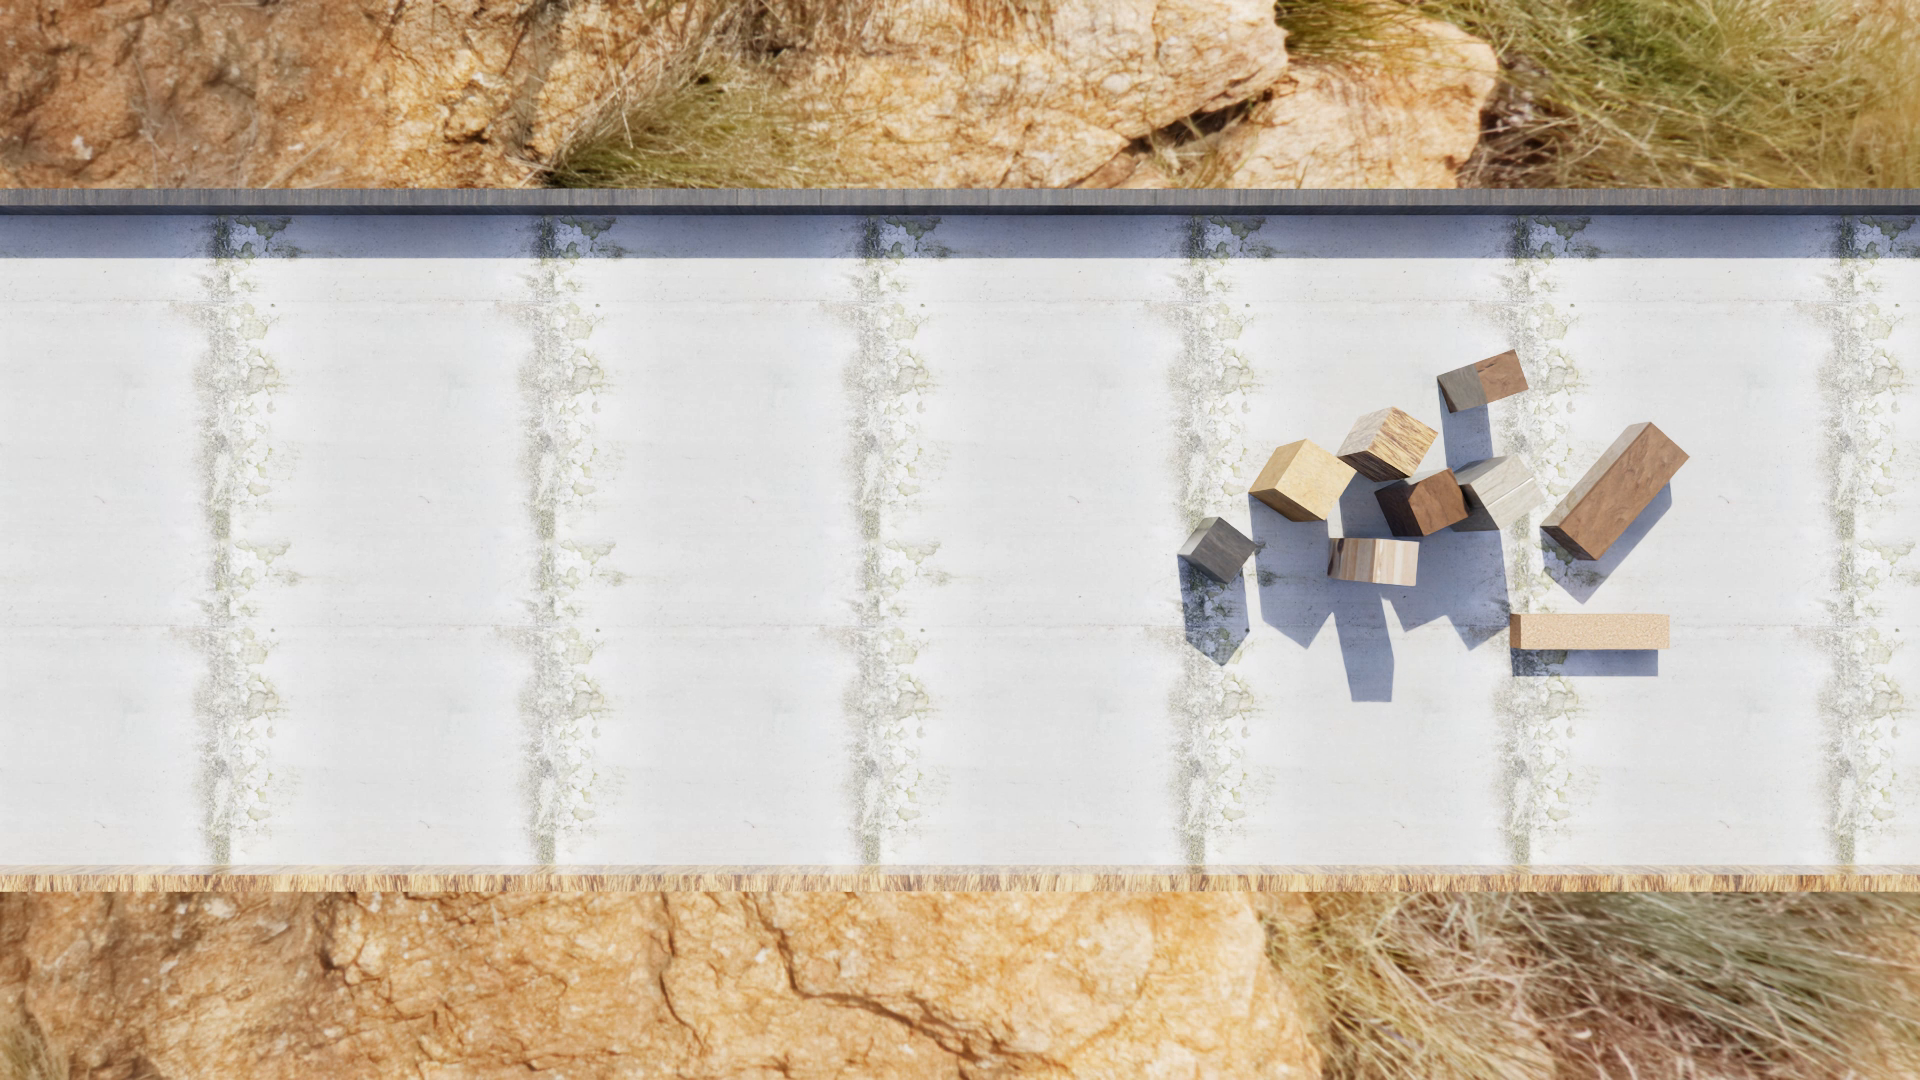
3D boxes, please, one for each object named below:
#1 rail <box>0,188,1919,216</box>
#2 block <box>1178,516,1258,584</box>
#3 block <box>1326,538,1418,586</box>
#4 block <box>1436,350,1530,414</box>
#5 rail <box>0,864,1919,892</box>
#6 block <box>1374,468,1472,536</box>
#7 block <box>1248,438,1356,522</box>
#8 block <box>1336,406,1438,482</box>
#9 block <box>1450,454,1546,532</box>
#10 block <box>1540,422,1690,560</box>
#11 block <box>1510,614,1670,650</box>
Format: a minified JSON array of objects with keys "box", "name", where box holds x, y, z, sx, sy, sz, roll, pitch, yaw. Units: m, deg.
[{"box":[-2.247,-1.025,5.002,12.000,0.150,0.050,0,90,0],"name":"rail"},{"box":[0.765,0.029,4.926,0.140,0.300,0.140,37,90,0],"name":"block"},{"box":[1.212,0.062,4.864,0.124,0.415,0.124,5,90,-5],"name":"block"},{"box":[1.545,-0.468,4.890,0.122,0.374,0.122,-20,90,0],"name":"block"},{"box":[-2.247,1.025,5.001,12.000,0.150,0.050,0,90,0],"name":"rail"},{"box":[1.373,-0.110,4.910,0.151,0.332,0.151,-24,90,0],"name":"block"},{"box":[1.000,-0.170,4.857,0.167,0.439,0.167,33,90,0],"name":"block"},{"box":[1.253,-0.278,4.871,0.148,0.411,0.148,31,90,0],"name":"block"},{"box":[1.547,-0.134,4.869,0.157,0.413,0.157,-33,90,-1],"name":"block"},{"box":[1.980,-0.146,4.997,0.159,0.159,0.417,42,90,0],"name":"block"},{"box":[1.916,0.278,5.025,0.447,0.103,0.103,0,90,0],"name":"block"}]
